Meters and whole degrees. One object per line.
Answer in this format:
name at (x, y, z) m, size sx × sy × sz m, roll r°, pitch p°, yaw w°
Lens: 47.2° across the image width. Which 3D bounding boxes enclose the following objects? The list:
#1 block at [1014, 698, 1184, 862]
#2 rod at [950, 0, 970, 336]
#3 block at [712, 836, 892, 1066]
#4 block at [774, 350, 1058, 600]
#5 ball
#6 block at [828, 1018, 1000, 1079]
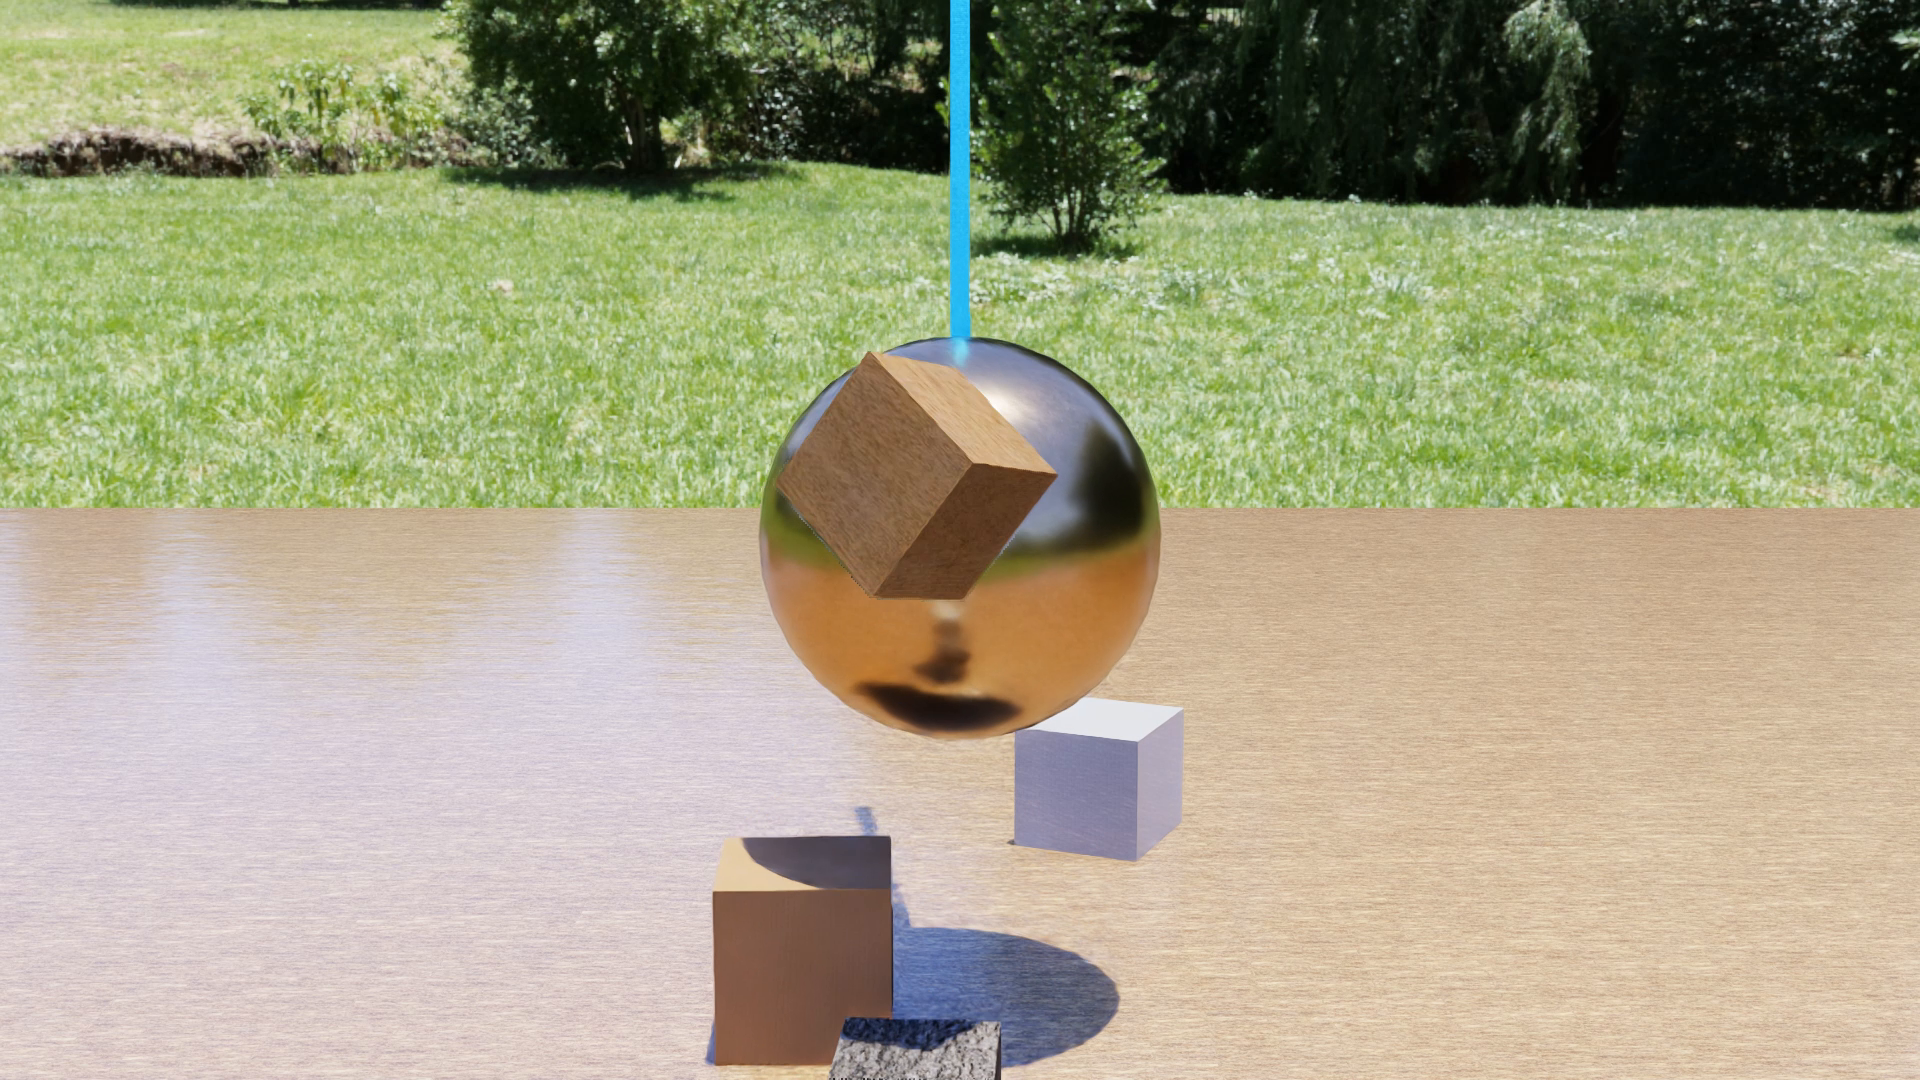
block at (0.715, 1.203, 11.228) m, size 0.652 × 0.615 × 0.706 m, roll 5°, pitch 11°, yaw 24°
rod at (0.000, -3.316, 9.517) m, size 0.080 × 5.200 × 0.080 m, roll 0°, pitch -13°, yaw 0°
block at (-0.609, 1.615, 8.715) m, size 0.677 × 0.704 × 0.655 m, roll 0°, pitch 10°, yaw -2°
block at (-0.145, -0.204, 7.305) m, size 0.561 × 0.566 × 0.511 m, roll 48°, pitch 22°, yaw 26°
ball at (0.000, -0.008, 8.733) m, size 1.600 × 1.600 × 1.600 m, roll 0°, pitch 10°, yaw 0°
block at (-0.146, 1.959, 7.330) m, size 0.536 × 0.523 × 0.577 m, roll 1°, pitch 10°, yaw 4°
